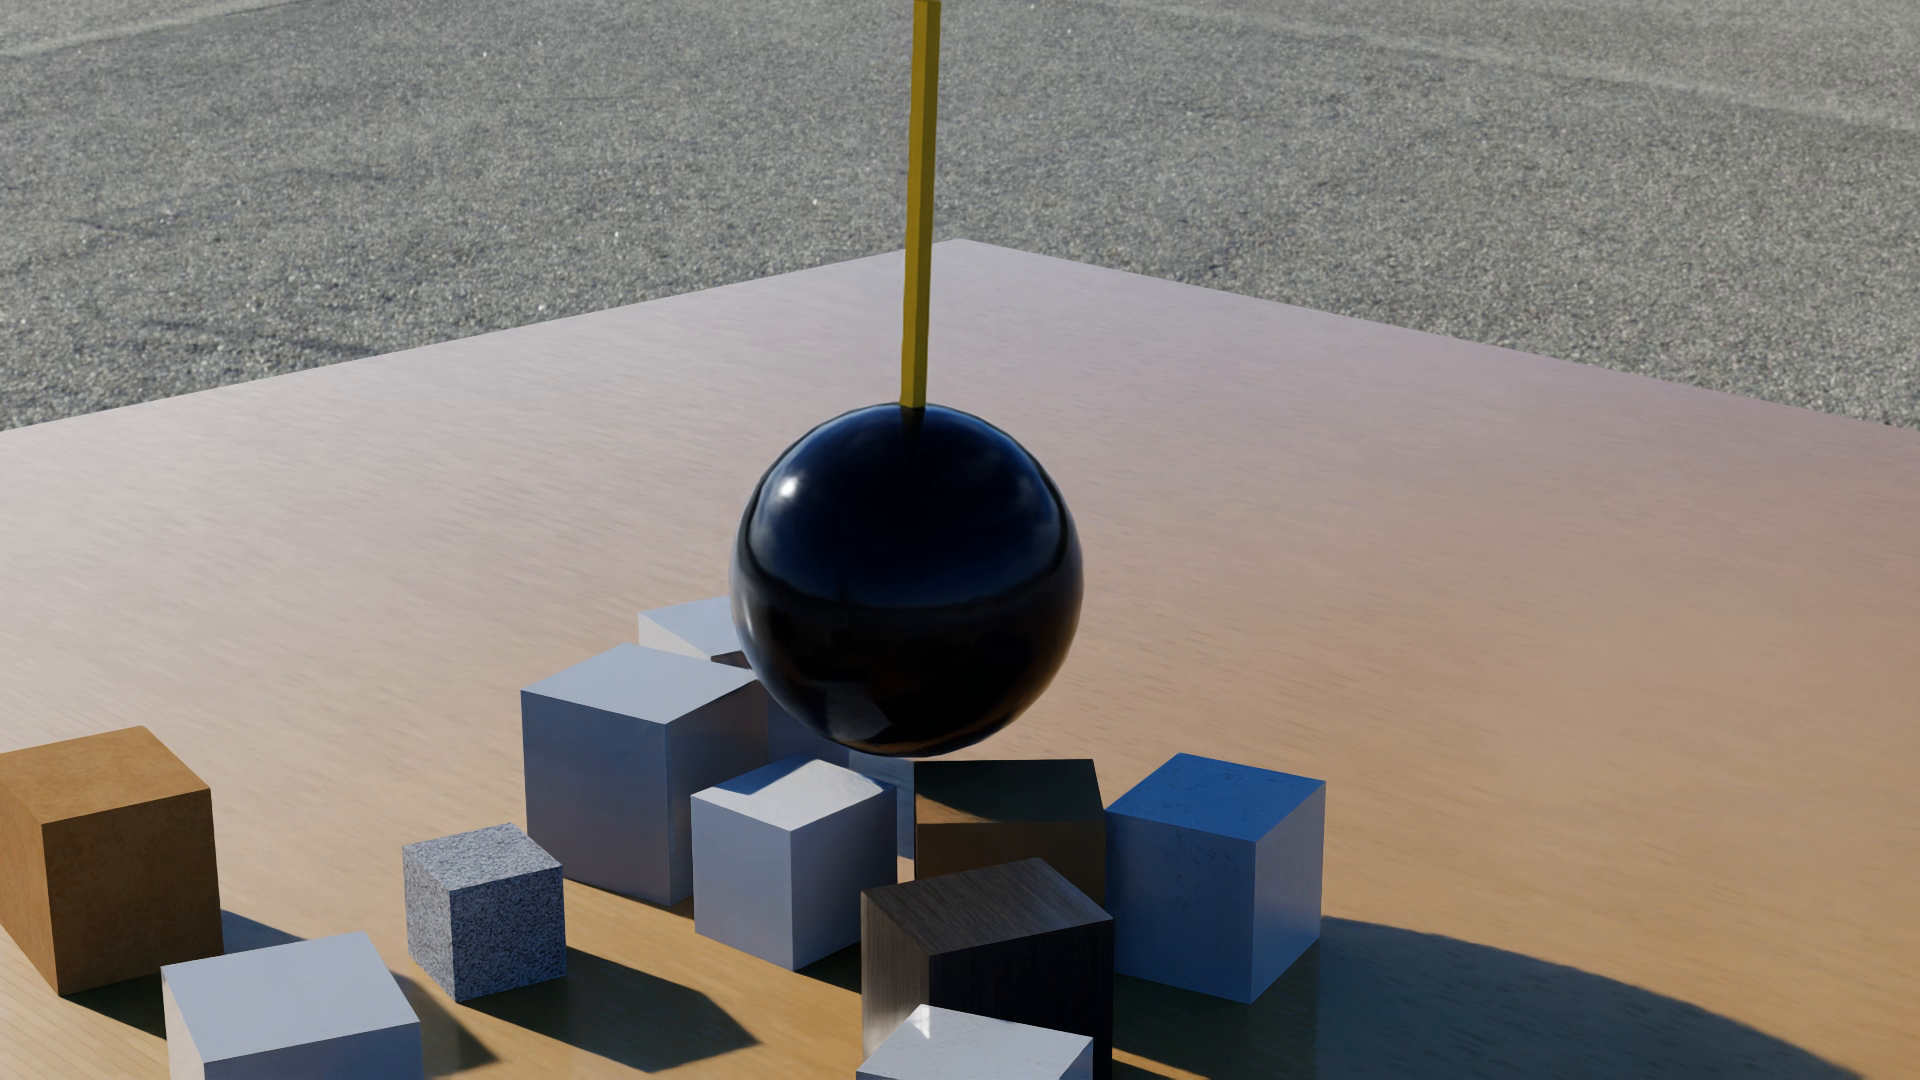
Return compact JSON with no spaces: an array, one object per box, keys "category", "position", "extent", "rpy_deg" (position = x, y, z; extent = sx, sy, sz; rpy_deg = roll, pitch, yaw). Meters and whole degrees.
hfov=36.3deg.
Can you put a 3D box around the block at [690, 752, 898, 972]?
[{"category":"block","position":[-0.719,1.397,12.819],"extent":[0.601,0.649,0.663],"rpy_deg":[15,23,39]}]

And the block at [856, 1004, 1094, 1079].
[{"category":"block","position":[0.057,2.127,10.553],"extent":[0.680,0.614,0.567],"rpy_deg":[7,19,22]}]

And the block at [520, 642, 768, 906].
[{"category":"block","position":[-1.440,1.063,13.507],"extent":[0.821,0.873,0.763],"rpy_deg":[11,20,30]}]

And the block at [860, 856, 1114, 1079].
[{"category":"block","position":[0.101,1.775,11.387],"extent":[0.774,0.785,0.643],"rpy_deg":[-8,19,-24]}]

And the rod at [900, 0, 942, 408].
[{"category":"rod","position":[-0.104,-3.102,12.258],"extent":[0.080,5.200,0.080],"rpy_deg":[17,21,42]}]

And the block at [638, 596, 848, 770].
[{"category":"block","position":[-1.084,0.758,14.675],"extent":[0.758,0.754,0.776],"rpy_deg":[-11,20,-31]}]

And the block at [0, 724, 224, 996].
[{"category":"block","position":[-3.712,1.369,12.688],"extent":[0.716,0.780,0.885],"rpy_deg":[-11,21,-31]}]

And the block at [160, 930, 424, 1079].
[{"category":"block","position":[-2.451,1.995,10.799],"extent":[0.765,0.717,0.840],"rpy_deg":[-8,19,-23]}]

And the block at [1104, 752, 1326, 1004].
[{"category":"block","position":[1.088,1.434,12.562],"extent":[0.694,0.731,0.754],"rpy_deg":[9,20,28]}]

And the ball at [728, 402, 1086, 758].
[{"category":"ball","position":[-0.240,0.177,13.146],"extent":[1.600,1.600,1.600],"rpy_deg":[0,17,0]}]

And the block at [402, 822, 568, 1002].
[{"category":"block","position":[-2.025,1.577,12.481],"extent":[0.505,0.507,0.542],"rpy_deg":[-10,20,-29]}]

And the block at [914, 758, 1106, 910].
[{"category":"block","position":[0.202,1.418,12.606],"extent":[0.785,0.736,0.699],"rpy_deg":[-1,17,-2]}]
